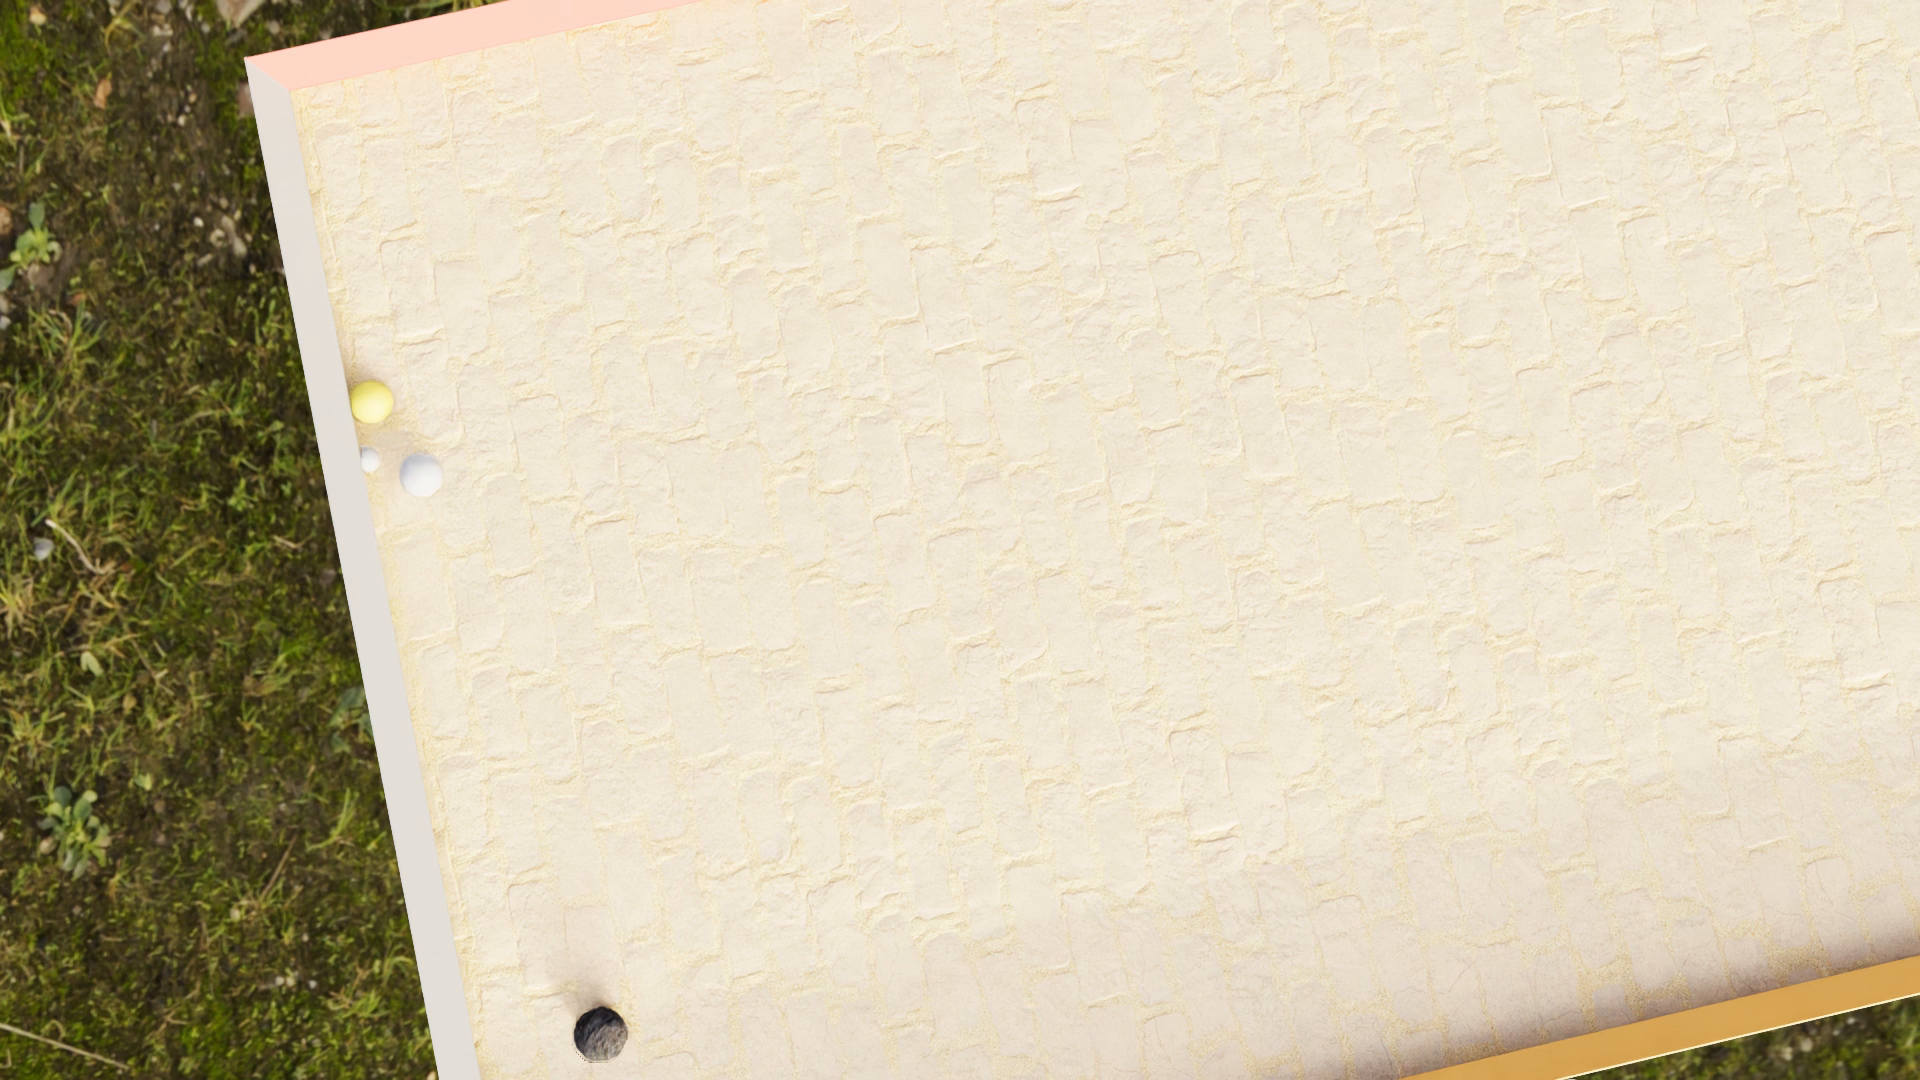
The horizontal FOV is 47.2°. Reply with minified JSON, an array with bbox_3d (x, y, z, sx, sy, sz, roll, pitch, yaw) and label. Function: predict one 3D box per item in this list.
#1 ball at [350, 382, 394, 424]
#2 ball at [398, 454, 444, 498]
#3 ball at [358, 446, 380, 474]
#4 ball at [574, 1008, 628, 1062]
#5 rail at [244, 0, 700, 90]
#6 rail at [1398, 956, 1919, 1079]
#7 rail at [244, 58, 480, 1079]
[{"bbox_3d":[-0.884,-0.207,3.302,0.063,0.063,0.063,0,82,0],"label":"ball"},{"bbox_3d":[-0.805,-0.096,3.284,0.066,0.066,0.066,0,82,0],"label":"ball"},{"bbox_3d":[-0.890,-0.120,3.301,0.040,0.040,0.040,0,82,0],"label":"ball"},{"bbox_3d":[-0.516,0.711,3.161,0.076,0.076,0.076,0,82,0],"label":"ball"},{"bbox_3d":[0.658,-1.091,3.413,3.553,0.099,0.045,-13,82,-2],"label":"rail"},{"bbox_3d":[1.073,0.691,3.152,3.553,0.099,0.045,-13,82,-2],"label":"rail"},{"bbox_3d":[-0.842,0.189,3.225,0.045,0.099,1.895,-13,82,-2],"label":"rail"}]
